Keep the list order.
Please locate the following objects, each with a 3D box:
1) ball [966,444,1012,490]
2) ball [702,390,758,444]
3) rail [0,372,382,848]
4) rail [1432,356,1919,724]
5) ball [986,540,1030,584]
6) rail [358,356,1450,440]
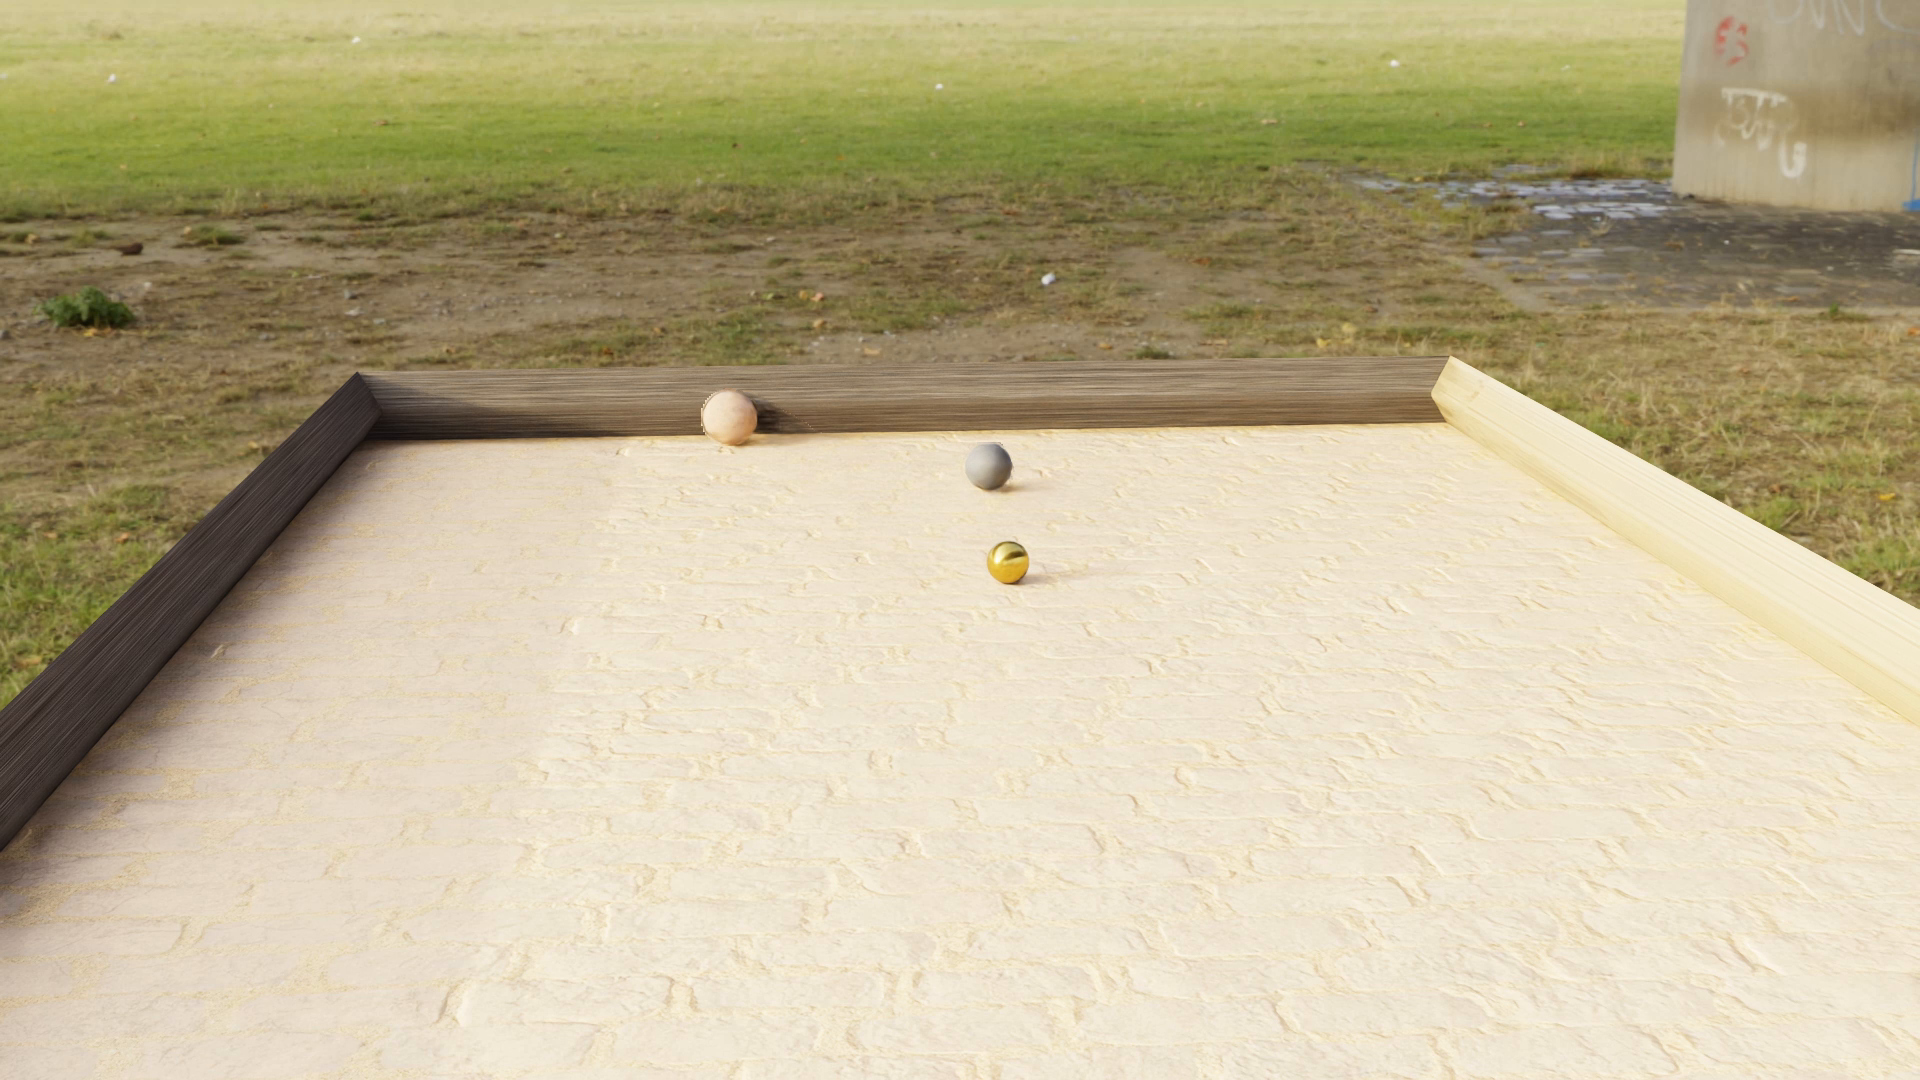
[{"bbox_3d":[0.043,-0.110,3.296,0.071,0.071,0.071,0,14,0],"label":"ball"},{"bbox_3d":[-0.378,-0.201,3.613,0.089,0.089,0.089,0,14,0],"label":"ball"},{"bbox_3d":[-0.823,0.208,1.947,0.045,0.116,3.523,-1,14,-5],"label":"rail"},{"bbox_3d":[0.974,0.170,2.097,0.045,0.116,3.523,-1,14,-5],"label":"rail"},{"bbox_3d":[0.061,0.028,2.787,0.055,0.055,0.055,0,14,0],"label":"ball"},{"bbox_3d":[-0.074,-0.236,3.701,1.851,0.116,0.045,-1,14,-5],"label":"rail"}]
